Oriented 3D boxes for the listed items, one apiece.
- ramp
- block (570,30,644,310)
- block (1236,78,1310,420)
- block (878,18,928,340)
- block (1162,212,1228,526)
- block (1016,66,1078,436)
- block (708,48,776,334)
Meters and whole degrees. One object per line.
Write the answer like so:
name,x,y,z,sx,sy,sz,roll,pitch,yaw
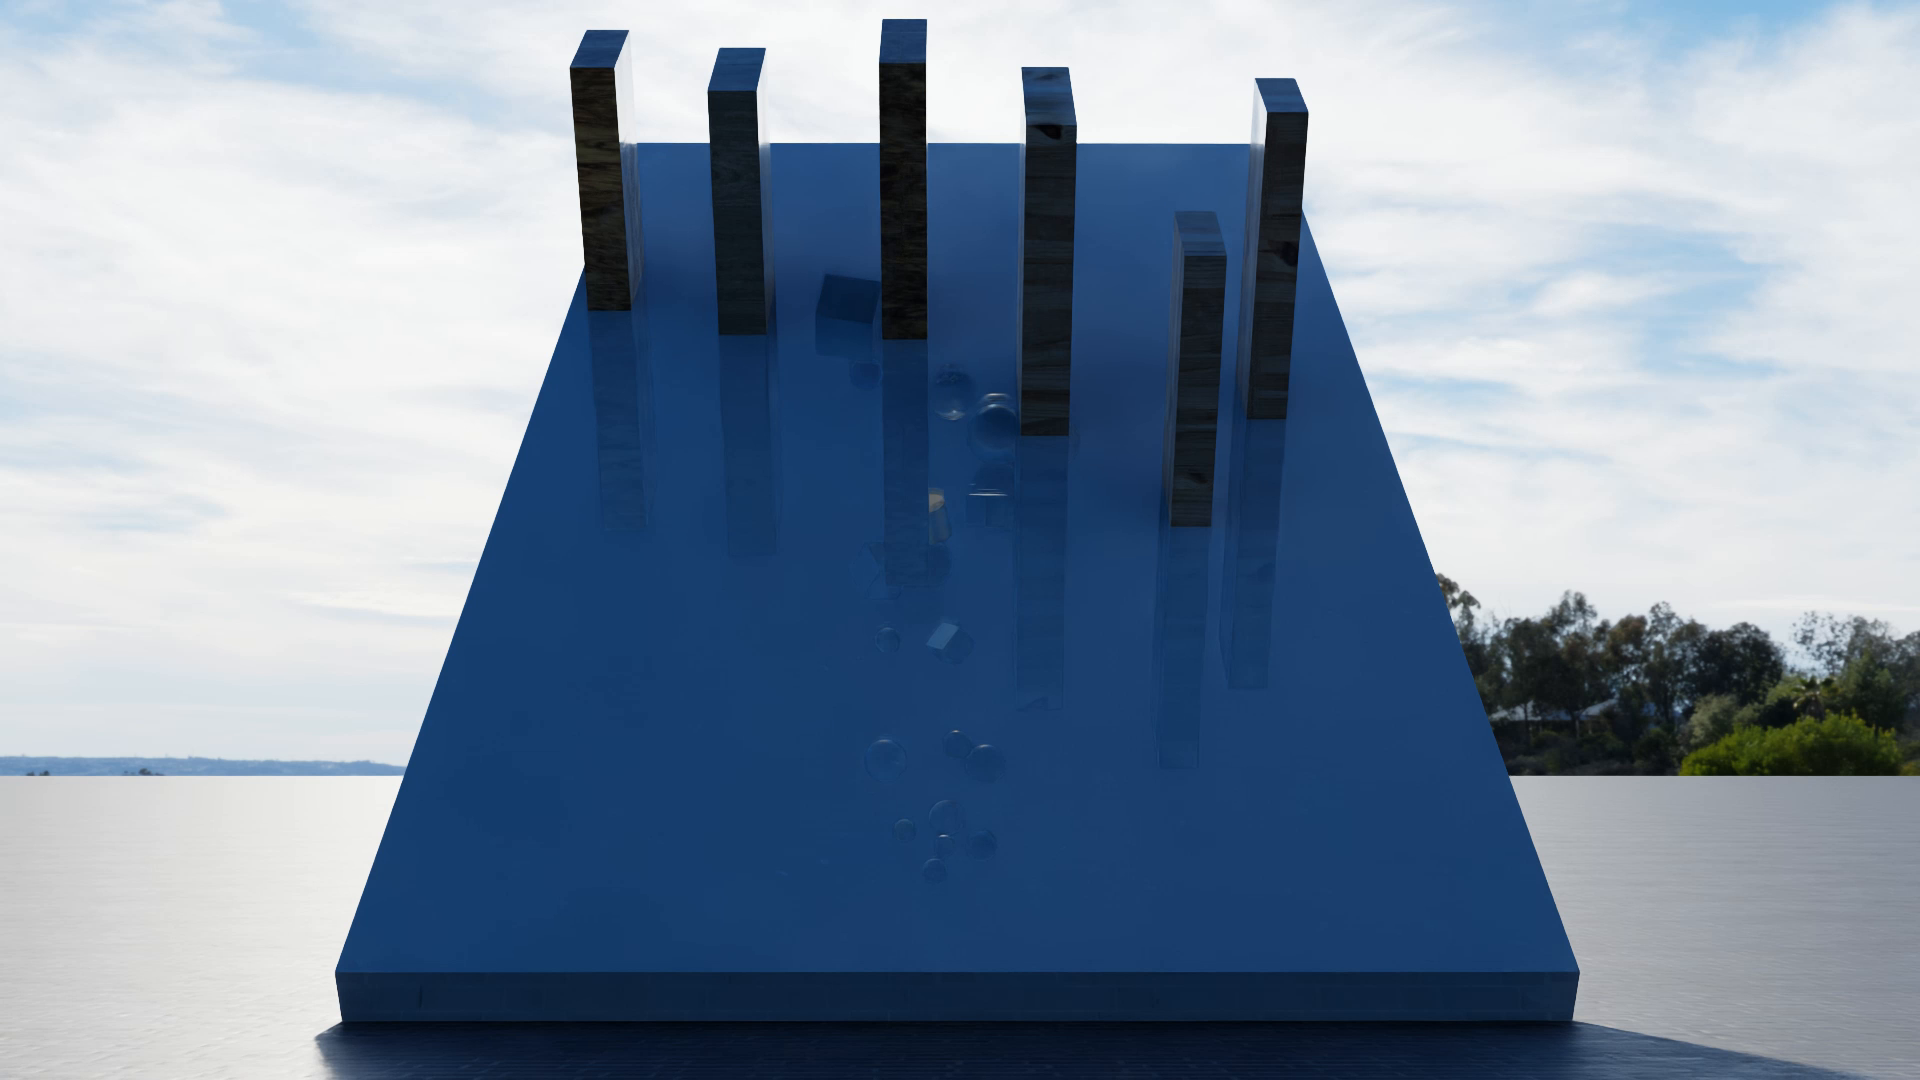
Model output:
ramp,-0.012,-0.219,5.624,2.000,0.100,4.000,0,29,0
block,-0.908,-0.955,6.188,0.111,0.647,0.320,0,29,0
block,0.722,-0.673,5.573,0.093,0.751,0.247,0,29,0
block,-0.139,-0.910,6.037,0.114,0.716,0.369,0,29,0
block,0.499,-0.365,5.135,0.087,0.626,0.253,0,29,0
block,0.197,-0.671,5.565,0.112,0.751,0.415,0,29,0
block,-0.551,-0.885,6.070,0.120,0.639,0.351,0,29,0
